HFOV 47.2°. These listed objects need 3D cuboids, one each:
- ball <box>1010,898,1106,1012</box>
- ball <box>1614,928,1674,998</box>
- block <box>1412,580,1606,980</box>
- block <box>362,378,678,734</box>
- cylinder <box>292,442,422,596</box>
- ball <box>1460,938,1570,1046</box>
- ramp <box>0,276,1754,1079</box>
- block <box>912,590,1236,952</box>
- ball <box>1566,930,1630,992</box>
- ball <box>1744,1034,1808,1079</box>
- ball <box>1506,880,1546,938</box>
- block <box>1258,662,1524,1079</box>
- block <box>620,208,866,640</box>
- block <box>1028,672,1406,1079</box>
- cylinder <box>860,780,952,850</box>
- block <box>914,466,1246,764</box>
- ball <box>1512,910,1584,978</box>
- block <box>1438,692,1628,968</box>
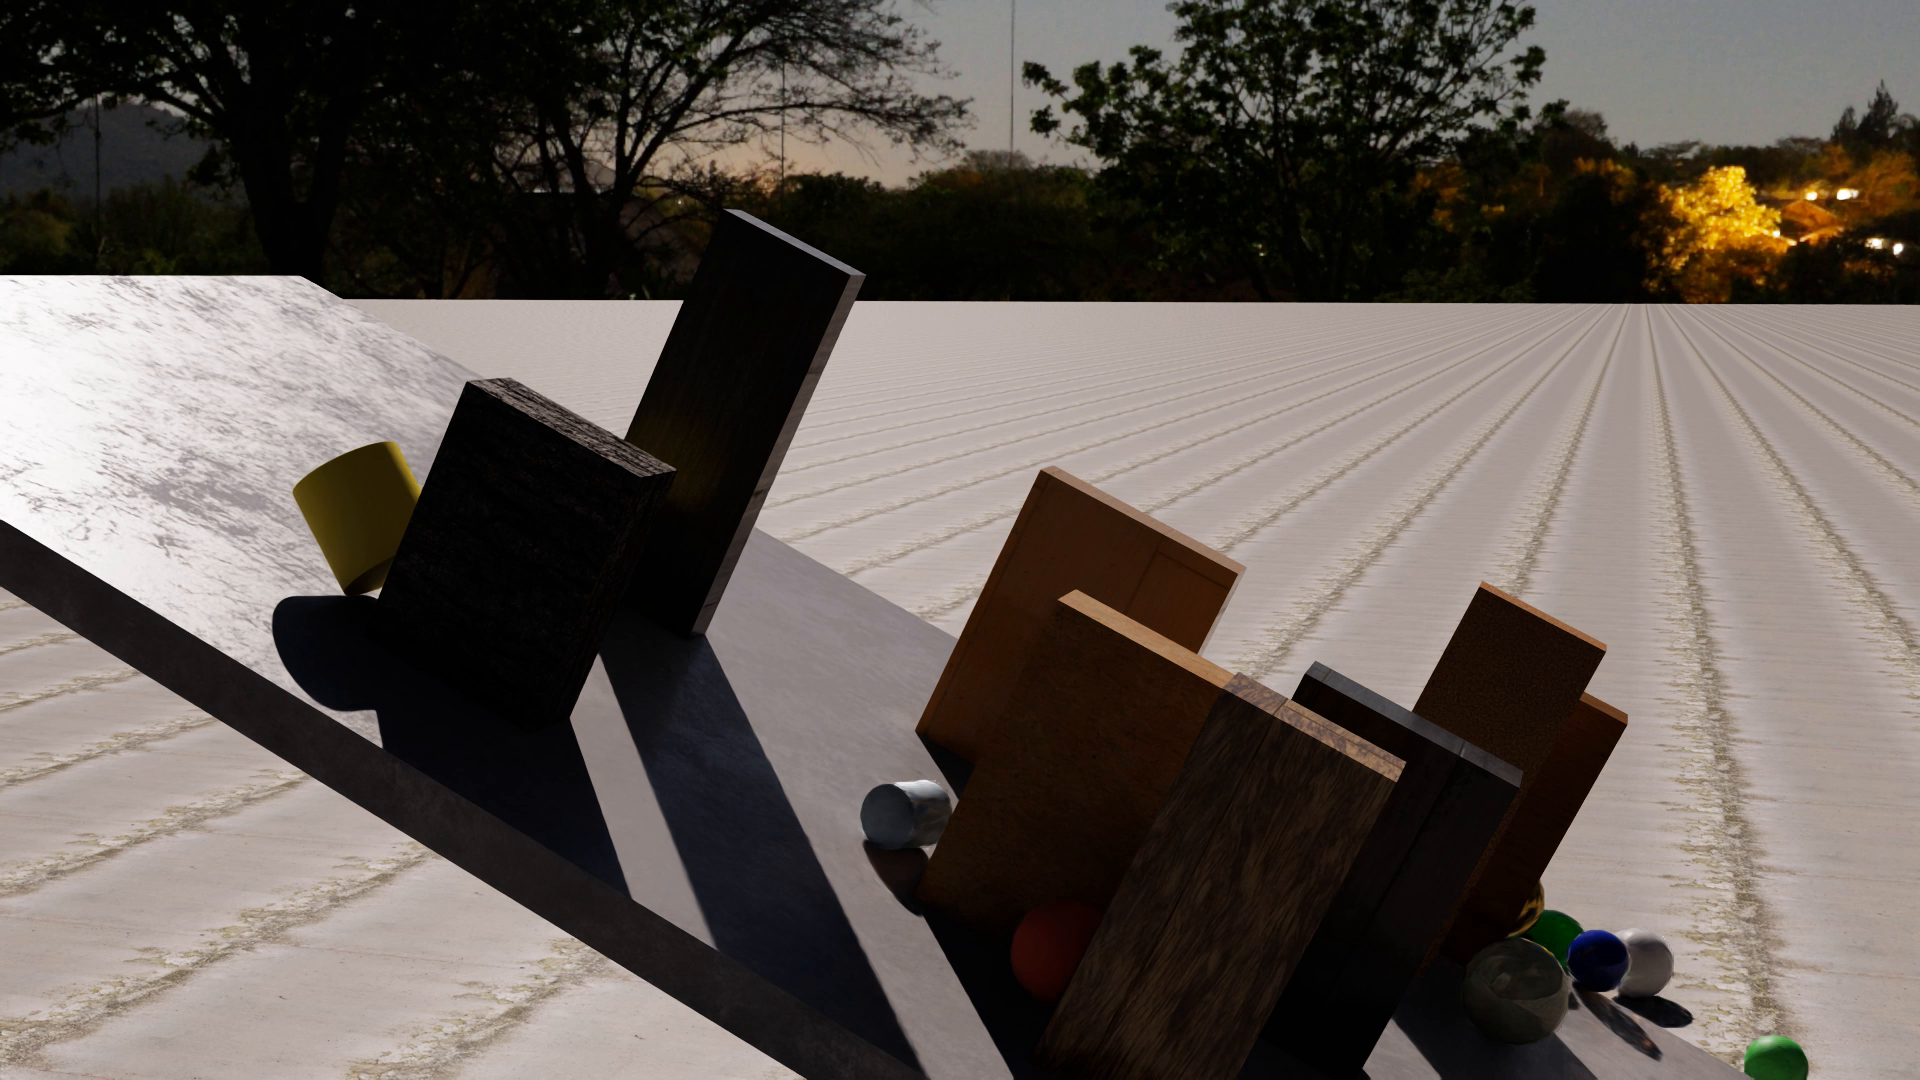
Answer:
[{"bbox_3d":[0.168,0.653,3.454,0.179,0.179,0.179,0,7,0],"label":"ball"},{"bbox_3d":[1.733,1.084,5.631,0.178,0.178,0.178,0,7,0],"label":"ball"},{"bbox_3d":[0.969,0.476,4.333,0.265,0.751,0.083,28,14,12],"label":"block"},{"bbox_3d":[-0.724,0.022,3.612,0.337,0.471,0.141,28,14,12],"label":"block"},{"bbox_3d":[-1.007,-0.036,3.760,0.194,0.194,0.194,-29,-6,-3],"label":"cylinder"},{"bbox_3d":[1.063,0.864,4.212,0.203,0.203,0.203,0,7,0],"label":"ball"},{"bbox_3d":[-0.251,0.425,4.163,4.000,0.100,2.000,28,14,12],"label":"ramp"},{"bbox_3d":[0.190,0.408,3.599,0.312,0.563,0.121,28,14,12],"label":"block"},{"bbox_3d":[1.379,0.910,4.752,0.134,0.134,0.134,0,7,0],"label":"ball"},{"bbox_3d":[1.839,1.186,4.956,0.138,0.138,0.138,0,7,0],"label":"ball"},{"bbox_3d":[1.204,0.791,4.850,0.169,0.169,0.169,0,7,0],"label":"ball"},{"bbox_3d":[0.632,0.565,3.728,0.389,0.596,0.126,28,14,12],"label":"block"},{"bbox_3d":[-0.479,-0.220,4.277,0.285,0.790,0.088,28,14,12],"label":"block"},{"bbox_3d":[0.374,0.549,3.223,0.274,0.646,0.134,28,14,12],"label":"block"},{"bbox_3d":[-0.092,0.476,3.801,0.114,0.114,0.114,5,0,34],"label":"cylinder"},{"bbox_3d":[0.233,0.217,4.330,0.432,0.591,0.100,28,14,12],"label":"block"},{"bbox_3d":[1.332,0.931,4.983,0.186,0.186,0.186,0,7,0],"label":"ball"},{"bbox_3d":[1.077,0.551,4.548,0.336,0.608,0.110,28,14,12],"label":"block"}]
